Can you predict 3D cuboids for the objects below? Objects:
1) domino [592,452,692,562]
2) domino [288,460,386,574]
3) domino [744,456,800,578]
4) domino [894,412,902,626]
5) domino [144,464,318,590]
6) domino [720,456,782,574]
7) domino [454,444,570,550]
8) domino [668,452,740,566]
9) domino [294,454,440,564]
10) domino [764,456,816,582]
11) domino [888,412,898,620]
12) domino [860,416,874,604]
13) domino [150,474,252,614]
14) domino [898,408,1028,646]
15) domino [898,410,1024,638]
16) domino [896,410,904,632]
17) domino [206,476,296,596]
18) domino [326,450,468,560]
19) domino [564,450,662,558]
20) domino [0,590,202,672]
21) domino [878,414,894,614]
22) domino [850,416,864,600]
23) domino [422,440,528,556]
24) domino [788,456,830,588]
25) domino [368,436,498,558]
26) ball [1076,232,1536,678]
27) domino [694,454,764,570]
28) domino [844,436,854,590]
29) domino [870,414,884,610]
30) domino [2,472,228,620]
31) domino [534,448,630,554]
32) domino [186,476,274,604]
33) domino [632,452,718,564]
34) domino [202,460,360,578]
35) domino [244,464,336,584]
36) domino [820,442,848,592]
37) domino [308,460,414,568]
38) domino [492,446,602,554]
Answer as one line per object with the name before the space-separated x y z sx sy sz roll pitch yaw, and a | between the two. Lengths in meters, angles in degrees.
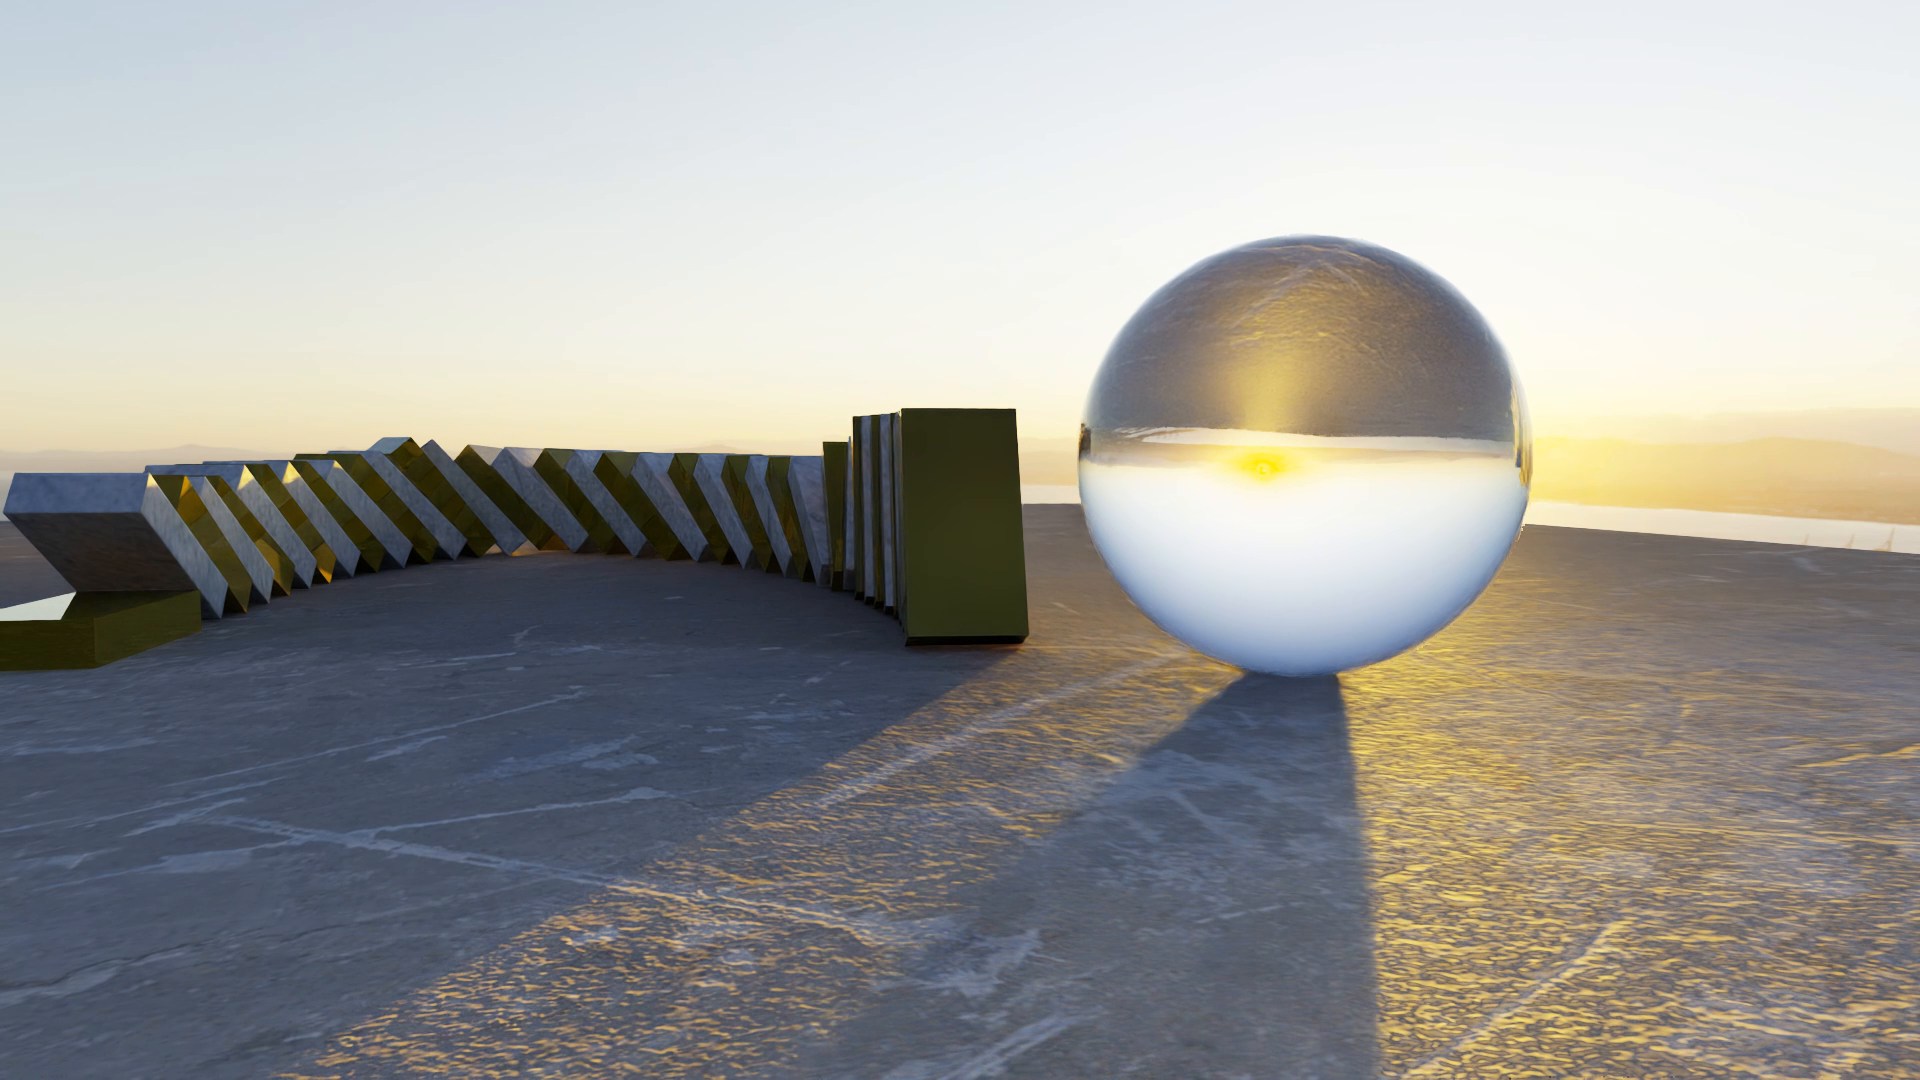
domino | -0.113 -0.013 0.483 0.050 0.010 0.025 46 26 22
domino | -0.207 -0.007 0.406 0.025 0.009 0.050 1 -32 7
domino | -0.053 -0.009 0.428 0.025 0.010 0.050 -2 43 -27
domino | -0.002 -0.005 0.304 0.025 0.050 0.009 -1 -16 -7
domino | -0.202 -0.003 0.356 0.025 0.009 0.050 -1 -32 -3
domino | -0.062 -0.010 0.441 0.025 0.010 0.050 -3 43 -31
domino | -0.173 -0.017 0.505 0.050 0.009 0.025 44 8 7
domino | -0.084 -0.012 0.466 0.025 0.010 0.050 -3 44 -40
domino | -0.204 -0.010 0.439 0.025 0.010 0.050 1 -35 15
domino | -0.044 -0.008 0.414 0.025 0.010 0.050 -2 43 -25
domino | -0.004 -0.006 0.314 0.025 0.050 0.009 -1 -16 -7
domino | -0.013 -0.008 0.344 0.025 0.050 0.009 -1 -16 -7
domino | -0.188 0.002 0.302 0.025 0.009 0.050 0 -29 -11
domino | 0.000 -0.003 0.274 0.025 0.050 0.010 -1 -16 -7
domino | 0.000 -0.004 0.284 0.025 0.050 0.009 -1 -16 -7
domino | -0.001 -0.005 0.294 0.025 0.050 0.010 -1 -16 -7
domino | -0.199 0.000 0.338 0.025 0.009 0.050 0 -28 -5
domino | -0.202 -0.012 0.456 0.025 0.009 0.050 2 -37 25
domino | -0.126 -0.014 0.491 0.050 0.010 0.025 47 25 21
domino | -0.181 0.018 0.265 0.025 0.010 0.050 -1 4 -10
domino | -0.007 -0.007 0.324 0.025 0.050 0.010 -1 -16 -7
domino | -0.017 -0.009 0.353 0.025 0.050 0.009 -1 -16 -8
domino | -0.188 -0.016 0.491 0.010 0.050 0.025 -44 20 -15
domino | -0.036 -0.007 0.399 0.025 0.010 0.050 -2 43 -20
domino | -0.196 -0.016 0.476 0.025 0.050 0.009 4 45 44
ball | 0.061 -0.015 0.235 0.080 0.080 0.080 0 4 0
domino | -0.073 -0.011 0.454 0.025 0.010 0.050 -3 44 -36
domino | -0.021 -0.008 0.373 0.025 0.050 0.010 4 -39 -8
domino | -0.010 -0.008 0.334 0.025 0.050 0.009 -1 -16 -7
domino | -0.184 0.003 0.284 0.025 0.009 0.050 0 -29 -11
domino | -0.141 -0.015 0.499 0.050 0.010 0.025 46 21 19
domino | -0.193 0.001 0.320 0.025 0.009 0.050 -1 -28 -9
domino | -0.098 -0.013 0.475 0.025 0.010 0.050 -5 46 -49
domino | -0.206 -0.005 0.389 0.025 0.010 0.050 0 -32 2
domino | -0.204 -0.004 0.372 0.025 0.010 0.050 0 -32 -2
domino | -0.027 -0.008 0.384 0.025 0.050 0.010 0 -39 -11
domino | -0.205 -0.008 0.422 0.025 0.010 0.050 1 -32 10
domino | -0.157 -0.016 0.502 0.050 0.010 0.025 44 13 11
